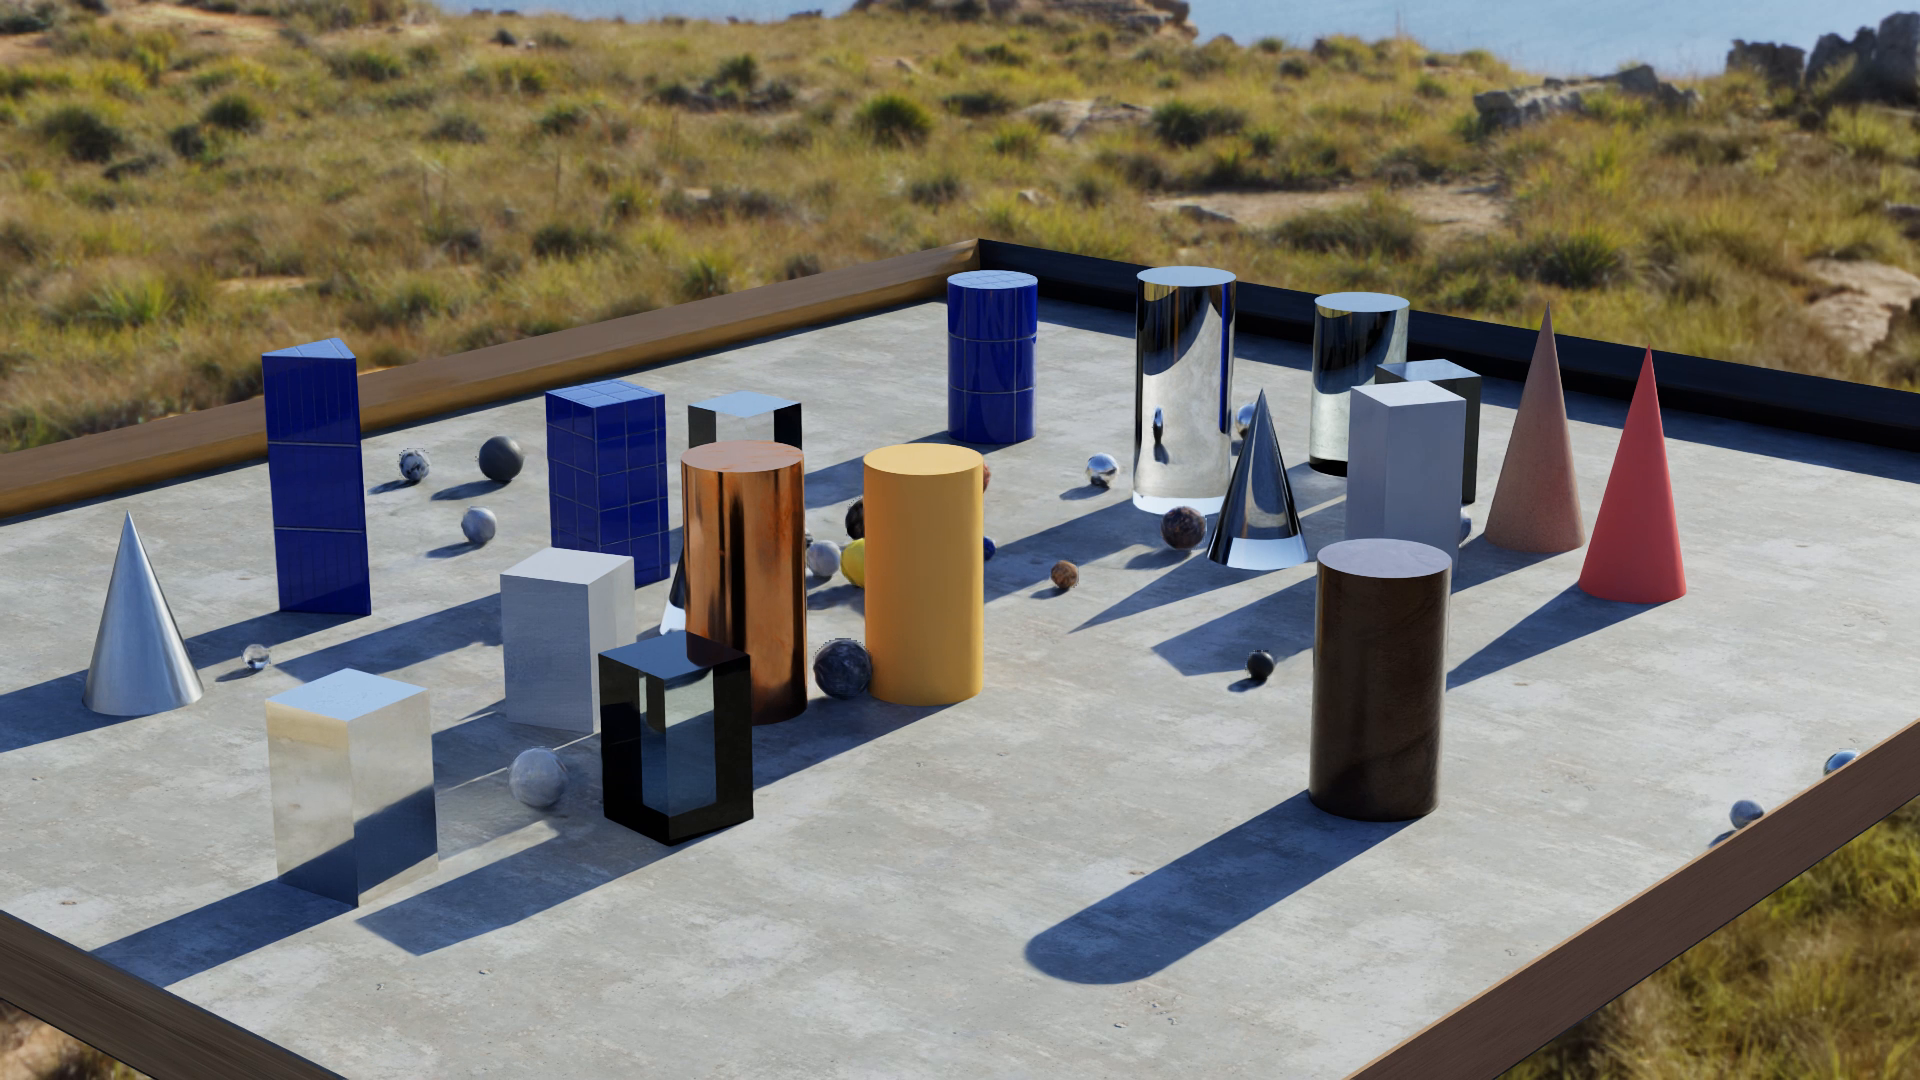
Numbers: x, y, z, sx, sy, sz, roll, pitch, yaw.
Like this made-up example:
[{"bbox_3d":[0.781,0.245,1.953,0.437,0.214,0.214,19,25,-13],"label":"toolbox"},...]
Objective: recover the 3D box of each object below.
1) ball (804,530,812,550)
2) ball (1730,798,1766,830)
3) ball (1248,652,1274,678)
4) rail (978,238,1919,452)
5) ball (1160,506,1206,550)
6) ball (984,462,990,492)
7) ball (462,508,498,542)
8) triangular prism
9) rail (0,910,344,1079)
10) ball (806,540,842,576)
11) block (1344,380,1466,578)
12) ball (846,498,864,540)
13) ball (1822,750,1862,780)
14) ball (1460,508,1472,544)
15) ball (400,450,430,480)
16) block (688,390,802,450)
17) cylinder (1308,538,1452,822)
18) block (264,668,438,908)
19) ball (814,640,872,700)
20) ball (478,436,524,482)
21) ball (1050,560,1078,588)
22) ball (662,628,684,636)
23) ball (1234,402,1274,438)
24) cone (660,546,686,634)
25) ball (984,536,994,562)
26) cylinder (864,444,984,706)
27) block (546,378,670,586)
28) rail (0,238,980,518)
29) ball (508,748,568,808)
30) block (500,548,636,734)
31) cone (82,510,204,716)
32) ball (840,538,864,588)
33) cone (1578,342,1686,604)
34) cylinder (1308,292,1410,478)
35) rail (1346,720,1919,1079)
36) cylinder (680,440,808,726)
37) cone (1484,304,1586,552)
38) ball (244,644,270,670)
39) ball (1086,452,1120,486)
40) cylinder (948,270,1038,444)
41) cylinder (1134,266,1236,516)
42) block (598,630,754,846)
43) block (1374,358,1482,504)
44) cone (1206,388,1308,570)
[{"bbox_3d":[-0.290,-0.001,5.368,0.040,0.040,0.040,0,17,0],"label":"ball"},{"bbox_3d":[1.097,0.384,4.082,0.049,0.049,0.049,0,17,0],"label":"ball"},{"bbox_3d":[0.482,0.200,4.696,0.044,0.044,0.044,0,17,0],"label":"ball"},{"bbox_3d":[1.294,-0.401,6.547,3.342,0.122,0.045,14,22,39],"label":"rail"},{"bbox_3d":[0.408,-0.022,5.365,0.083,0.083,0.083,0,17,0],"label":"ball"},{"bbox_3d":[0.012,-0.124,5.683,0.094,0.094,0.094,0,17,0],"label":"ball"},{"bbox_3d":[-0.886,-0.027,5.412,0.066,0.066,0.066,0,17,0],"label":"ball"},{"bbox_3d":[-1.078,-0.110,5.020,0.162,0.451,0.141,3,17,8],"label":"triangular prism"},{"bbox_3d":[-1.294,0.462,3.694,3.342,0.122,0.045,14,22,39],"label":"rail"},{"bbox_3d":[-0.242,0.033,5.214,0.066,0.066,0.066,0,17,0],"label":"ball"},{"bbox_3d":[0.789,-0.102,5.209,0.150,0.327,0.150,-6,18,-18],"label":"block"},{"bbox_3d":[-0.165,-0.032,5.386,0.091,0.091,0.091,0,17,0],"label":"ball"},{"bbox_3d":[1.272,0.336,4.200,0.071,0.071,0.071,0,17,0],"label":"ball"},{"bbox_3d":[0.901,-0.027,5.392,0.077,0.077,0.077,0,17,0],"label":"ball"},{"bbox_3d":[-1.082,-0.148,5.820,0.060,0.060,0.060,0,17,0],"label":"ball"},{"bbox_3d":[-0.403,-0.144,5.513,0.150,0.231,0.150,14,22,38],"label":"block"},{"bbox_3d":[0.595,0.197,4.160,0.187,0.361,0.187,0,17,0],"label":"cylinder"},{"bbox_3d":[-0.808,0.327,3.904,0.150,0.260,0.150,11,20,32],"label":"block"},{"bbox_3d":[-0.183,0.204,4.598,0.092,0.092,0.092,0,17,0],"label":"ball"},{"bbox_3d":[-0.909,-0.161,5.810,0.091,0.091,0.091,0,17,0],"label":"ball"},{"bbox_3d":[0.183,0.061,5.153,0.048,0.048,0.048,0,17,0],"label":"ball"},{"bbox_3d":[-0.460,0.171,4.770,0.058,0.058,0.058,0,17,0],"label":"ball"},{"bbox_3d":[0.612,-0.245,6.104,0.082,0.082,0.082,0,17,0],"label":"ball"},{"bbox_3d":[-0.412,-0.002,4.900,0.187,0.313,0.187,0,17,0],"label":"cone"},{"bbox_3d":[0.040,0.016,5.304,0.046,0.046,0.046,0,17,0],"label":"ball"},{"bbox_3d":[-0.057,0.053,4.614,0.187,0.374,0.187,0,17,0],"label":"cylinder"},{"bbox_3d":[-0.621,-0.096,5.172,0.150,0.336,0.150,-14,22,-38],"label":"block"},{"bbox_3d":[-1.244,-0.282,6.155,0.045,0.122,3.995,14,22,39],"label":"rail"},{"bbox_3d":[-0.600,0.339,4.171,0.084,0.084,0.084,0,17,0],"label":"ball"},{"bbox_3d":[-0.601,0.153,4.519,0.150,0.238,0.150,6,18,20],"label":"block"},{"bbox_3d":[-1.288,0.098,4.582,0.187,0.307,0.187,0,17,0],"label":"cone"},{"bbox_3d":[-0.168,0.040,5.154,0.086,0.086,0.086,0,17,0],"label":"ball"},{"bbox_3d":[1.184,-0.129,5.099,0.187,0.442,0.187,0,17,0],"label":"cone"},{"bbox_3d":[0.800,-0.312,5.884,0.187,0.338,0.187,0,17,0],"label":"cylinder"},{"bbox_3d":[1.244,0.343,4.087,0.045,0.122,3.995,14,22,39],"label":"rail"},{"bbox_3d":[-0.331,0.065,4.523,0.187,0.403,0.187,0,17,0],"label":"cylinder"},{"bbox_3d":[1.067,-0.220,5.381,0.187,0.452,0.187,0,17,0],"label":"cone"},{"bbox_3d":[-1.138,0.188,4.741,0.042,0.042,0.042,0,17,0],"label":"ball"},{"bbox_3d":[0.280,-0.138,5.778,0.067,0.067,0.067,0,17,0],"label":"ball"},{"bbox_3d":[0.067,-0.383,6.130,0.187,0.330,0.187,0,17,0],"label":"cylinder"},{"bbox_3d":[0.428,-0.286,5.611,0.187,0.446,0.187,0,17,0],"label":"cylinder"},{"bbox_3d":[-0.397,0.275,4.103,0.150,0.245,0.150,-15,23,-41],"label":"block"},{"bbox_3d":[0.902,-0.206,5.683,0.150,0.251,0.150,-6,18,-19],"label":"block"},{"bbox_3d":[0.542,-0.125,5.303,0.187,0.316,0.187,0,17,0],"label":"cone"}]
